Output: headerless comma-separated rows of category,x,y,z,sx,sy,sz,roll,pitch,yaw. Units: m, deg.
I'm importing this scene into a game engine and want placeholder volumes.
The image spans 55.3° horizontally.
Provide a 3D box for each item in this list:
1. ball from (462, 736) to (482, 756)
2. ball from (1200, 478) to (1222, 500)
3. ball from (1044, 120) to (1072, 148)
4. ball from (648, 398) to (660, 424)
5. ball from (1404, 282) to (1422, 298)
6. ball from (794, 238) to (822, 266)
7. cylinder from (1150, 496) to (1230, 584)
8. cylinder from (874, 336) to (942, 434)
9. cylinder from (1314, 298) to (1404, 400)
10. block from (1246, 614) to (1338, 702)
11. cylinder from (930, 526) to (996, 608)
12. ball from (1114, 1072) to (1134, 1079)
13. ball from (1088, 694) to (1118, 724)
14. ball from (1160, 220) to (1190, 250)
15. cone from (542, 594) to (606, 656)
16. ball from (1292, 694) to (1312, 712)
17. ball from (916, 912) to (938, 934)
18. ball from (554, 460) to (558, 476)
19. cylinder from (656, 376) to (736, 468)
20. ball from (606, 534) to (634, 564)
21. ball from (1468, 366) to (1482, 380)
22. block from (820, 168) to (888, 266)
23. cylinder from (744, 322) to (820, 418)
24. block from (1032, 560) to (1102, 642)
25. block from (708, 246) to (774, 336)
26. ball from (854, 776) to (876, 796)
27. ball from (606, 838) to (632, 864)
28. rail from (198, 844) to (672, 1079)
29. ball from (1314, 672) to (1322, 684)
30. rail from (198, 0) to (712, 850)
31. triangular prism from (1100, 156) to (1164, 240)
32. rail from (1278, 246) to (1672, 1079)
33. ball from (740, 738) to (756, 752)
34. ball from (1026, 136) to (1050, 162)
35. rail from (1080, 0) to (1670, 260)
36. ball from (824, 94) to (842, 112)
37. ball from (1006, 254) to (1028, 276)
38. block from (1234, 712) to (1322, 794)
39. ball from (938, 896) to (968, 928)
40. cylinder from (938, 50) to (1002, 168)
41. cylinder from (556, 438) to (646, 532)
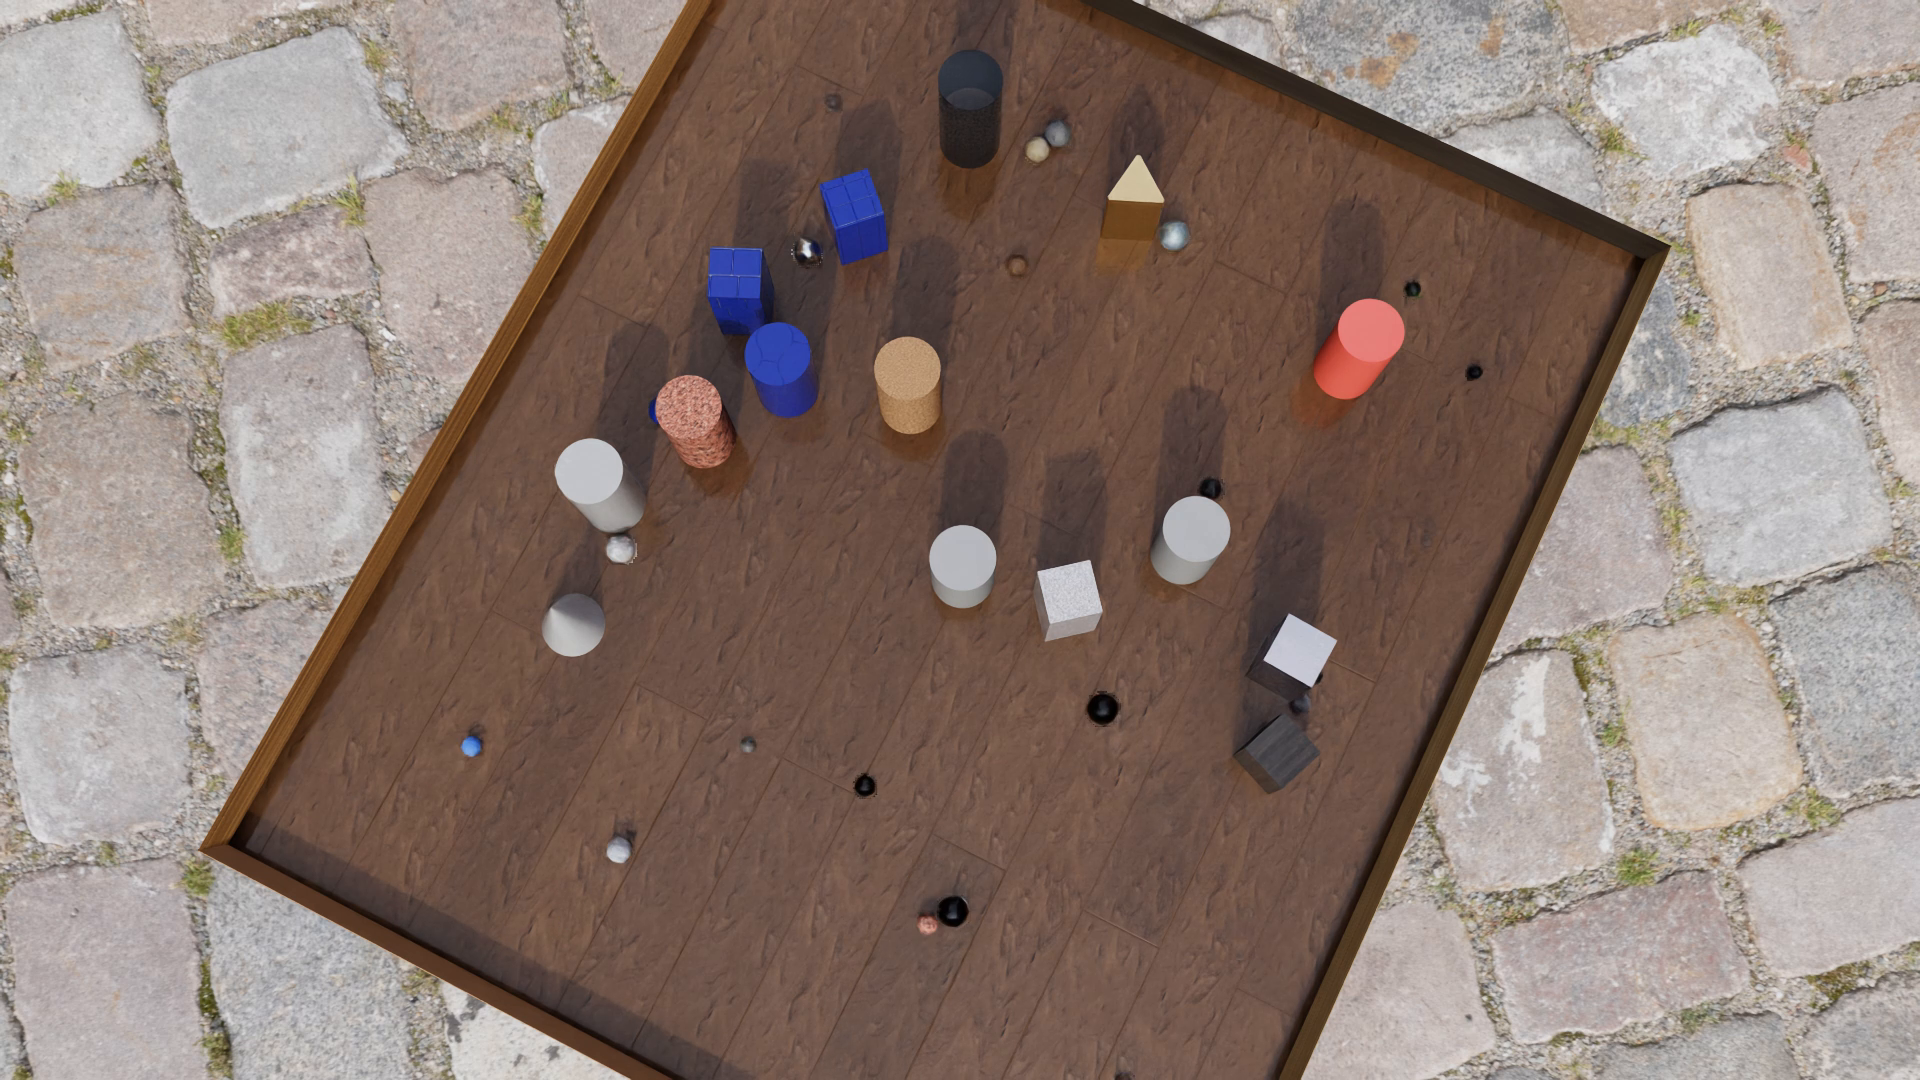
ball,-1.455,0.615,5.460,0.058,0.058,0.058,0,78,0
ball,0.769,-0.157,5.614,0.070,0.070,0.070,0,78,0
ball,0.311,-1.295,5.841,0.086,0.086,0.086,0,78,0
ball,-0.914,-0.398,5.640,0.090,0.090,0.090,0,78,0
ball,1.422,-0.786,5.753,0.051,0.051,0.051,0,78,0
ball,-0.479,-0.905,5.760,0.086,0.086,0.086,0,78,0
cylinder,0.679,0.005,5.432,0.194,0.359,0.194,0,78,0
cylinder,-0.153,-0.461,5.521,0.194,0.375,0.194,0,78,0
cylinder,1.200,-0.573,5.538,0.194,0.387,0.194,0,78,0
block,0.966,0.348,5.367,0.155,0.347,0.155,30,80,6
cylinder,0.008,0.082,5.445,0.194,0.302,0.194,0,78,0
ball,0.471,1.561,5.262,0.062,0.062,0.062,0,78,0
ball,0.426,0.504,5.465,0.093,0.093,0.093,0,78,0
ball,0.673,-0.957,5.755,0.095,0.095,0.095,0,78,0
cone,-1.174,0.225,5.409,0.194,0.316,0.194,0,78,0
ball,1.022,0.488,5.486,0.057,0.057,0.057,0,78,0
ball,-0.095,1.119,5.353,0.062,0.062,0.062,0,78,0
ball,-1.194,-0.213,5.611,0.097,0.097,0.097,0,78,0
cylinder,-0.791,-0.352,5.511,0.194,0.350,0.194,0,78,0
ball,-1.032,0.028,5.566,0.087,0.087,0.087,0,78,0
ball,1.602,-0.521,5.702,0.045,0.045,0.045,0,78,0
block,-0.326,-0.995,5.667,0.155,0.305,0.155,-19,79,-4
cylinder,-0.535,-0.510,5.544,0.194,0.349,0.194,0,78,0
block,0.314,0.183,5.403,0.155,0.344,0.155,-12,79,-3
block,-0.666,-0.755,5.592,0.155,0.354,0.155,2,78,0
ball,-0.281,0.730,5.434,0.062,0.062,0.062,0,78,0
ball,-1.002,0.912,5.390,0.074,0.074,0.074,0,78,0
rail,-0.800,1.574,5.225,3.121,0.126,0.045,26,80,5
ball,1.064,0.411,5.507,0.048,0.048,0.048,0,78,0
rail,-1.374,-0.666,5.689,0.045,0.126,3.627,26,80,5
triangular prism,0.534,-1.060,5.674,0.168,0.317,0.145,4,78,1
rail,1.374,0.680,5.411,0.045,0.126,3.627,26,80,5
ball,-0.632,0.613,5.467,0.045,0.045,0.045,0,78,0
ball,0.247,-1.243,5.833,0.080,0.080,0.080,0,78,0
rail,0.800,-1.561,5.874,3.121,0.126,0.045,26,80,5
ball,-0.407,-1.402,5.879,0.056,0.056,0.056,0,78,0
ball,0.181,-0.864,5.761,0.067,0.067,0.067,0,78,0
block,0.925,0.627,5.362,0.155,0.245,0.155,-41,81,-8
ball,-0.020,1.084,5.347,0.089,0.089,0.089,0,78,0
cylinder,0.031,-1.327,5.669,0.194,0.435,0.194,0,78,0
cylinder,-1.062,-0.157,5.445,0.194,0.399,0.194,0,78,0
